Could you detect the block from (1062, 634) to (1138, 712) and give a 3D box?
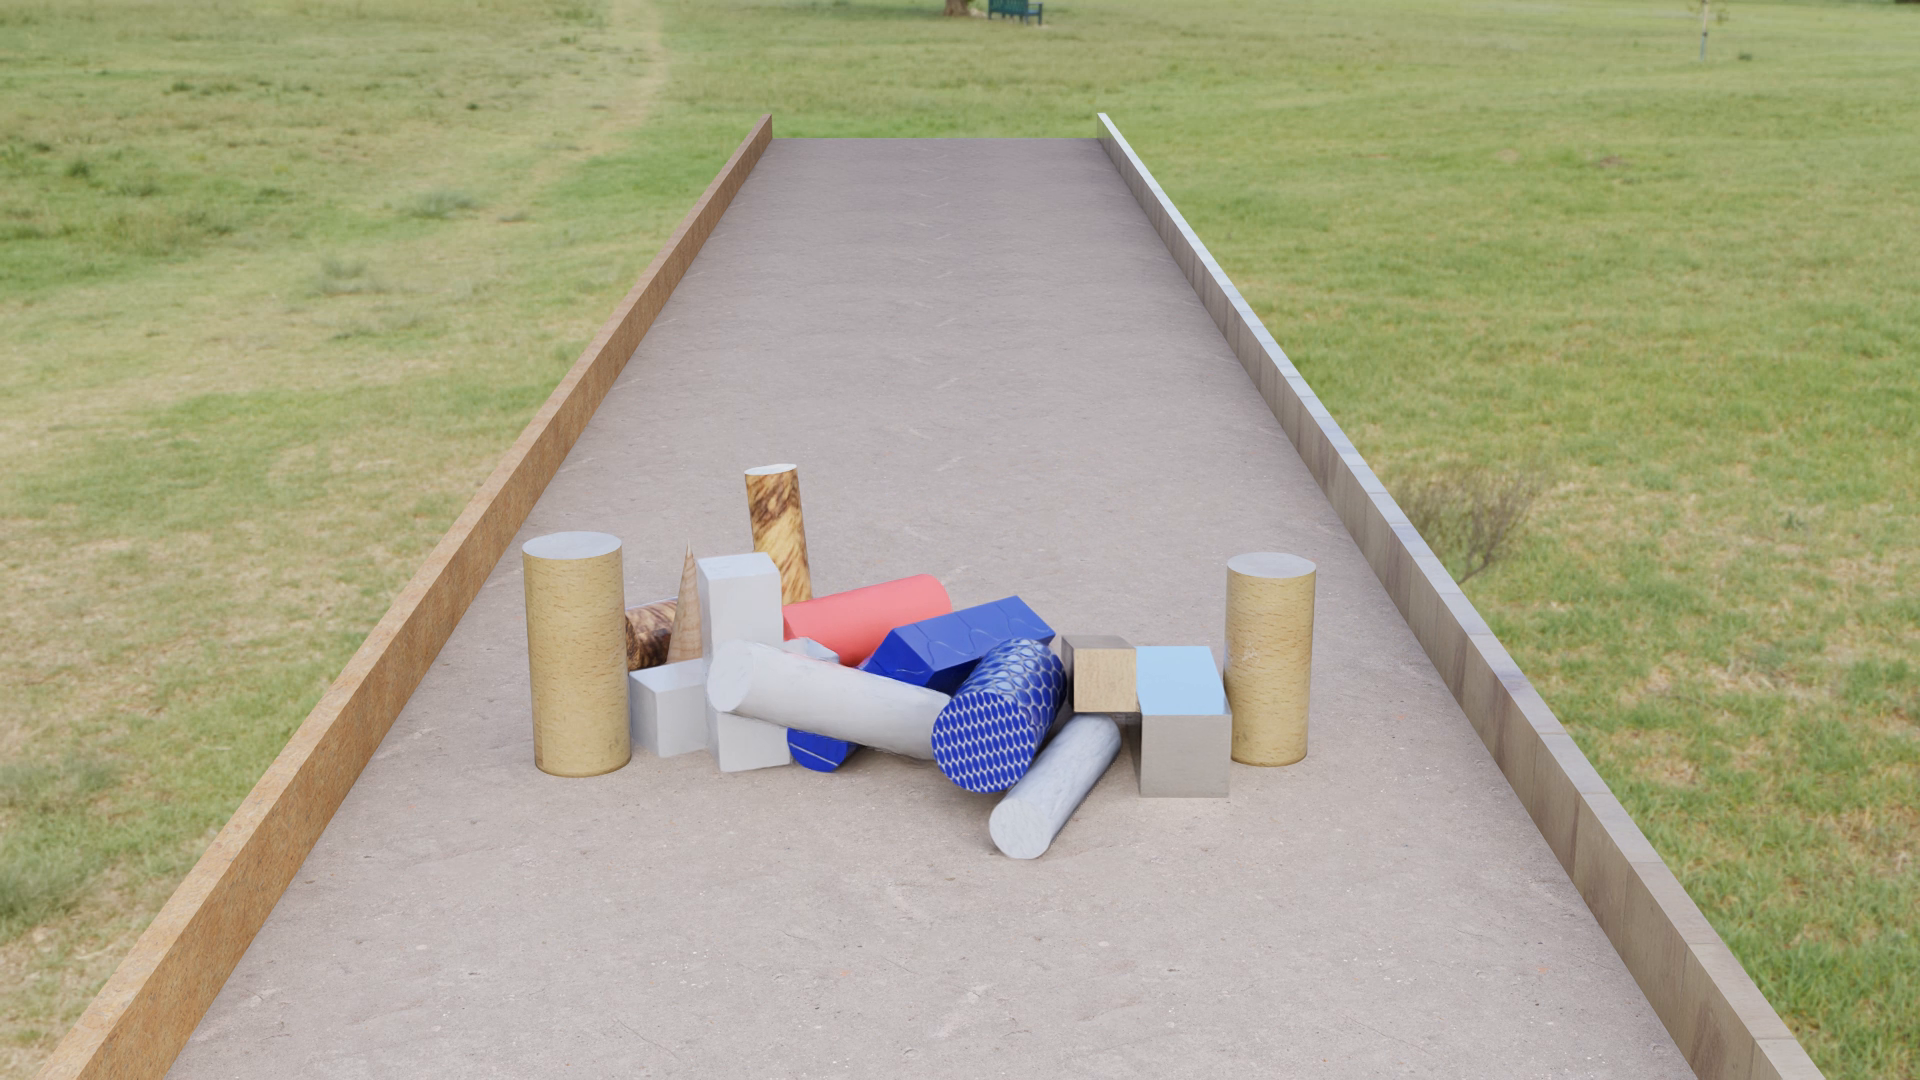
[{"bbox_3d":[0.251,0.241,4.027,0.109,0.109,0.432,0,1,0],"label":"block"}]

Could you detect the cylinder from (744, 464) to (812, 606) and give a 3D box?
[{"bbox_3d":[-0.356,0.044,4.397,0.104,0.379,0.104,-6,12,1],"label":"cylinder"}]

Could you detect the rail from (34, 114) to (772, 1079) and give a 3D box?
[{"bbox_3d":[-1.118,-0.838,7.780,0.050,0.150,12.000,0,17,-1],"label":"rail"}]

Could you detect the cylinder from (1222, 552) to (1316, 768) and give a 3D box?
[{"bbox_3d":[0.546,0.211,3.903,0.155,0.350,0.155,0,17,0],"label":"cylinder"}]

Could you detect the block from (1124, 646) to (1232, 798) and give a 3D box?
[{"bbox_3d":[0.382,0.318,3.893,0.152,0.152,0.348,0,17,0],"label":"block"}]

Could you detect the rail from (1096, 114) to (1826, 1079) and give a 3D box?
[{"bbox_3d":[0.932,-0.844,7.801,0.050,0.150,12.000,0,17,-1],"label":"rail"}]

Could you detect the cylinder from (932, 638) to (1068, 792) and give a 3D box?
[{"bbox_3d":[0.075,0.298,3.823,0.171,0.171,0.451,3,9,9],"label":"cylinder"}]

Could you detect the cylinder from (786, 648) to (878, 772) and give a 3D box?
[{"bbox_3d":[-0.173,0.292,4.045,0.115,0.115,0.449,6,18,19],"label":"cylinder"}]

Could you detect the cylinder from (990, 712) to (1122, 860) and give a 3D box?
[{"bbox_3d":[0.165,0.404,3.685,0.105,0.105,0.415,6,18,19],"label":"cylinder"}]

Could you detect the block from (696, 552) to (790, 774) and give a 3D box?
[{"bbox_3d":[-0.382,0.215,3.874,0.125,0.356,0.125,-6,18,-15],"label":"block"}]

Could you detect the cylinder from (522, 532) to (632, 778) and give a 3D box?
[{"bbox_3d":[-0.670,0.200,3.857,0.170,0.398,0.170,0,17,0],"label":"cylinder"}]

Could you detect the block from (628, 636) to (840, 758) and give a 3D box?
[{"bbox_3d":[-0.413,0.286,4.046,0.372,0.124,0.124,-10,19,-31],"label":"block"}]

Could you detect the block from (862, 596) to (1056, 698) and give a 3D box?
[{"bbox_3d":[0.004,0.213,4.134,0.113,0.113,0.450,44,26,19],"label":"block"}]

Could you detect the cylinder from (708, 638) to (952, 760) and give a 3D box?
[{"bbox_3d":[-0.212,0.275,3.746,0.453,0.124,0.124,18,2,-40],"label":"cylinder"}]

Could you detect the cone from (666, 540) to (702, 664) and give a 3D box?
[{"bbox_3d":[-0.502,0.157,4.113,0.139,0.335,0.139,0,17,0],"label":"cone"}]

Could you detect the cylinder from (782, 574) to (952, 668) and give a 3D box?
[{"bbox_3d":[-0.208,0.176,4.367,0.374,0.153,0.153,-13,21,-36],"label":"cylinder"}]

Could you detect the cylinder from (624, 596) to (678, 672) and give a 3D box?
[{"bbox_3d":[-0.504,0.164,4.448,0.418,0.131,0.131,-13,21,-38],"label":"cylinder"}]
